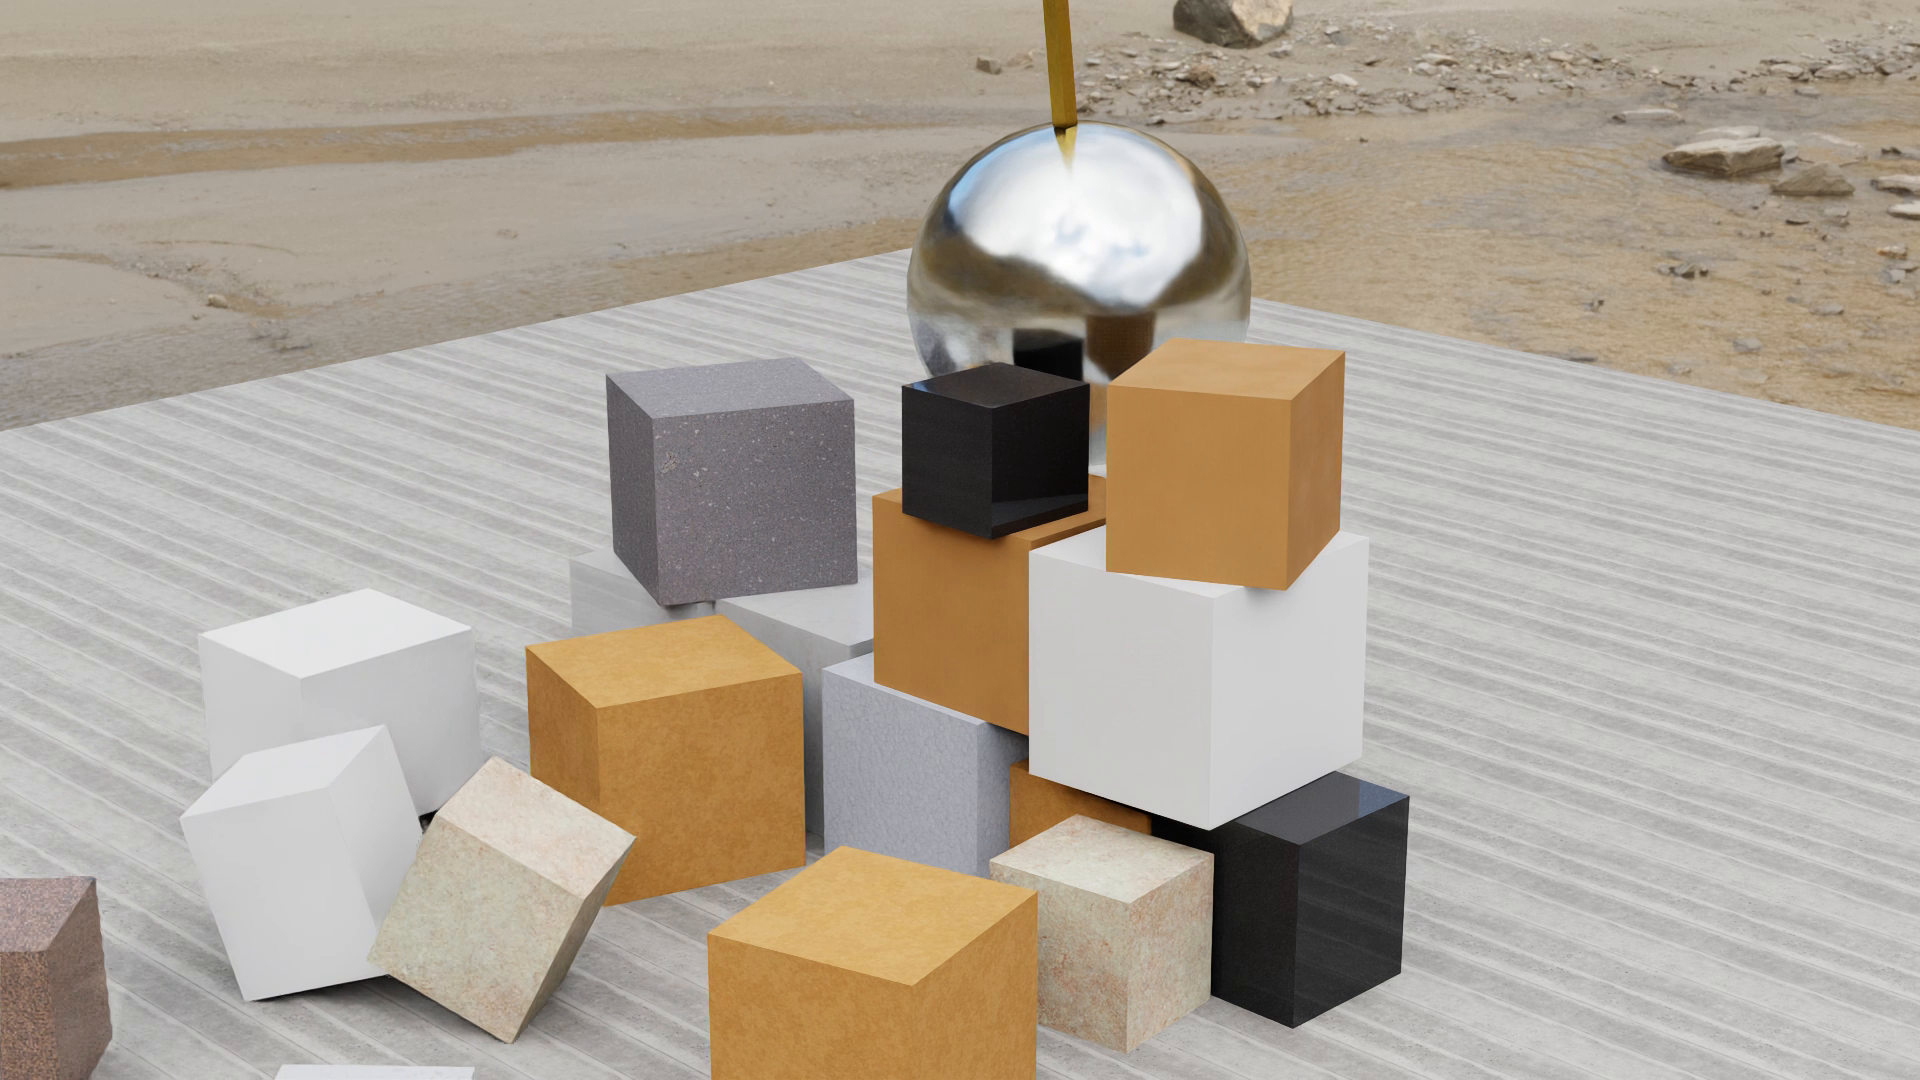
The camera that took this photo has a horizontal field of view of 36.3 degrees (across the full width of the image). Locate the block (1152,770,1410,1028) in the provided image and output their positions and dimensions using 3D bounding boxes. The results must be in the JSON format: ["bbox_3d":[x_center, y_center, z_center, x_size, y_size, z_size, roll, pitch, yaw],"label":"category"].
[{"bbox_3d":[1.340,1.449,12.374,0.730,0.815,0.787,-17,24,-42],"label":"block"}]

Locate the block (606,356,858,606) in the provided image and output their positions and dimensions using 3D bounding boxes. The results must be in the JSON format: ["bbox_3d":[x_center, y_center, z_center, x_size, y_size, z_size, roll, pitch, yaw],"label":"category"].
[{"bbox_3d":[-1.130,-0.308,14.432,0.992,0.923,0.947,-6,18,-19],"label":"block"}]

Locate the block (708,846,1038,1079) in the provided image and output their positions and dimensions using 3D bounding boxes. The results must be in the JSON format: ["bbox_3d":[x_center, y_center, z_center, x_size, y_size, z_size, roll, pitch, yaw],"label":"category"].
[{"bbox_3d":[-0.320,1.806,11.190,0.886,0.844,0.942,10,20,28],"label":"block"}]

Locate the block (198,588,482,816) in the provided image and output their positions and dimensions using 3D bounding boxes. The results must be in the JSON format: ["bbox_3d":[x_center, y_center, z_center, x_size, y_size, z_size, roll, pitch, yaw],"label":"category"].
[{"bbox_3d":[-2.953,0.837,14.033,0.950,0.848,0.888,-17,24,-41],"label":"block"}]

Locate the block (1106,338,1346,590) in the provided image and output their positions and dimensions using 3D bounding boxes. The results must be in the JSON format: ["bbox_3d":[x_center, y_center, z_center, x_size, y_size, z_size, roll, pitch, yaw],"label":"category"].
[{"bbox_3d":[1.099,-0.330,12.068,0.755,0.782,0.882,6,18,20],"label":"block"}]

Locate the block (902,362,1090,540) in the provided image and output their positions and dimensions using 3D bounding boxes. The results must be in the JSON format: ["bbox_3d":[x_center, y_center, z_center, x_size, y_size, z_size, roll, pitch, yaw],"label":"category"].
[{"bbox_3d":[0.152,-0.391,12.563,0.593,0.567,0.541,-17,24,-42],"label":"block"}]

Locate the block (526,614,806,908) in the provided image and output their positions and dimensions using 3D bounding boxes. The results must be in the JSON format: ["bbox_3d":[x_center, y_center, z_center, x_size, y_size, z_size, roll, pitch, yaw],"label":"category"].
[{"bbox_3d":[-1.366,0.999,13.582,0.990,0.950,0.923,-9,20,-26],"label":"block"}]

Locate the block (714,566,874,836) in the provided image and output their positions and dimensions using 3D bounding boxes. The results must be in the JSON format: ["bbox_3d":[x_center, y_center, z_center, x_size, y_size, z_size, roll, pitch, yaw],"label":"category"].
[{"bbox_3d":[-0.545,0.774,14.200,0.835,1.009,0.975,-16,24,-41],"label":"block"}]

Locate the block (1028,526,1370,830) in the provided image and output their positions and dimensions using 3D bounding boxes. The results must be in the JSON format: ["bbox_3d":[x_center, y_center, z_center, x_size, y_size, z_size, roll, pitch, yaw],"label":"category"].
[{"bbox_3d":[1.009,0.492,12.413,0.961,0.990,1.080,14,22,40],"label":"block"}]

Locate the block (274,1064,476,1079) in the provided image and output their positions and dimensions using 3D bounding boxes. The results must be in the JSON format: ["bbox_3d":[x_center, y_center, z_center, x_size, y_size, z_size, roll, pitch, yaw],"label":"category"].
[{"bbox_3d":[-2.069,2.253,10.158,0.688,0.610,0.669,1,17,2],"label":"block"}]

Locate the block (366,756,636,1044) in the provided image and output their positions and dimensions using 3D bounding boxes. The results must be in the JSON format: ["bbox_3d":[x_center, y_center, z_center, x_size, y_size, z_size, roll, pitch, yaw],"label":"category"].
[{"bbox_3d":[-1.874,1.466,12.007,0.684,0.765,0.615,30,23,3],"label":"block"}]

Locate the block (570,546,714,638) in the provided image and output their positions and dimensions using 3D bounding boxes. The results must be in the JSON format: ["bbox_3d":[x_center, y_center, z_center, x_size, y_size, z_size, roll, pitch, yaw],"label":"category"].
[{"bbox_3d":[-1.272,0.573,14.860,0.954,0.997,1.002,-17,24,-42],"label":"block"}]

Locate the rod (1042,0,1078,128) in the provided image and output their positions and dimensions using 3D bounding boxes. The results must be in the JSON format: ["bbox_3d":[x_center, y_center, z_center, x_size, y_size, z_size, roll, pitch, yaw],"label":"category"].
[{"bbox_3d":[0.238,-4.263,12.252,0.080,5.200,0.080,17,31,42],"label":"rod"}]

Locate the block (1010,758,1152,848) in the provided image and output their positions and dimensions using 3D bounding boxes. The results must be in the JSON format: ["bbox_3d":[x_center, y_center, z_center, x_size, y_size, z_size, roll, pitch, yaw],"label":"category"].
[{"bbox_3d":[0.779,1.326,12.939,0.782,0.711,0.802,-17,24,-42],"label":"block"}]

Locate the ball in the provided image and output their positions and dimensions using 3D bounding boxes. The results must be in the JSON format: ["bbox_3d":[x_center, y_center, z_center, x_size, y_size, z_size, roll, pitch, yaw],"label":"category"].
[{"bbox_3d":[0.549,-1.140,13.559,1.600,1.600,1.600,0,17,0],"label":"ball"}]

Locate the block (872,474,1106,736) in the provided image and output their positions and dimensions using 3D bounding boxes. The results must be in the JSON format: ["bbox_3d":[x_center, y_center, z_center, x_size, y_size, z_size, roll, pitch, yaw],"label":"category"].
[{"bbox_3d":[0.279,0.222,13.015,0.953,0.874,0.927,16,24,42],"label":"block"}]

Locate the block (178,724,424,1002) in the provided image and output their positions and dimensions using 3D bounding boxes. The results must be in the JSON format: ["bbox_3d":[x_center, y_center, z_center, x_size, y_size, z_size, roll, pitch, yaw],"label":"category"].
[{"bbox_3d":[-2.717,1.356,12.380,0.670,0.844,0.719,-12,15,12],"label":"block"}]

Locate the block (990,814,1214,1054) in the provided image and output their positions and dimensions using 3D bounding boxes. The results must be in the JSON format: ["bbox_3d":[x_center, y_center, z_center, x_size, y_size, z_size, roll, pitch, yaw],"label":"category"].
[{"bbox_3d":[0.582,1.614,12.109,0.692,0.660,0.616,13,22,36],"label":"block"}]

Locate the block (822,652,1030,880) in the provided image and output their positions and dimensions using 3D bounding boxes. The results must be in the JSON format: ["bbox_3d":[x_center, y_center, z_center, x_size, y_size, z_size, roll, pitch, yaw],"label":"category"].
[{"bbox_3d":[0.132,1.022,13.509,1.151,0.949,0.997,-17,24,-42],"label":"block"}]

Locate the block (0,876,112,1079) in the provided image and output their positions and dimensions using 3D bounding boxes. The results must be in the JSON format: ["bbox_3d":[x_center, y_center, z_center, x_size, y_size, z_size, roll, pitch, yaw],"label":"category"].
[{"bbox_3d":[-3.768,1.786,11.465,0.657,0.709,0.684,-1,17,0],"label":"block"}]
